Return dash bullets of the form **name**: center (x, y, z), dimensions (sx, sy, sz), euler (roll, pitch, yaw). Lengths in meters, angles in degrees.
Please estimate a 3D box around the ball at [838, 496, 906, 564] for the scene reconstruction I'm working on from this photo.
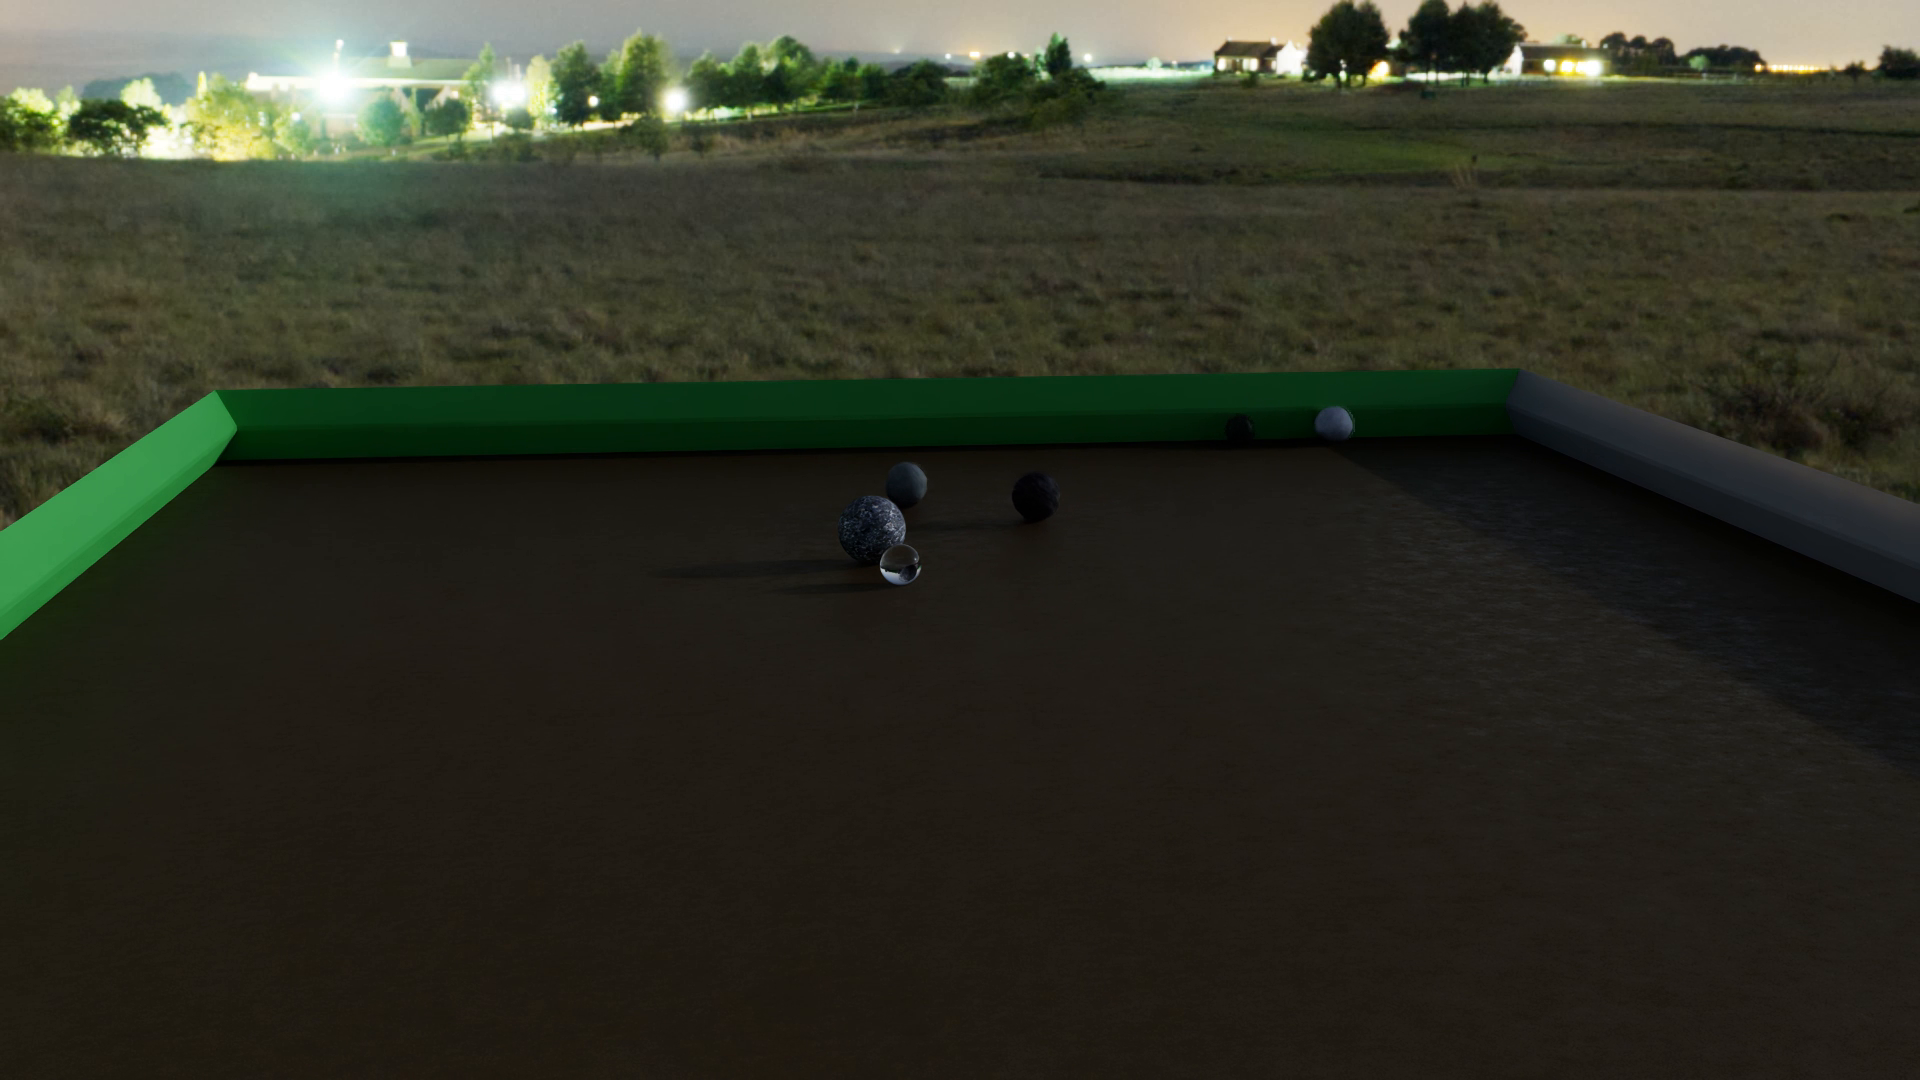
- **ball**: center (-0.128, -0.015, 3.192), dimensions (0.099, 0.099, 0.099), euler (0, 12, 0)

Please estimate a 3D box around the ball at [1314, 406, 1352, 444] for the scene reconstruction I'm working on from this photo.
- **ball**: center (0.721, -0.222, 4.251), dimensions (0.073, 0.073, 0.073), euler (0, 12, 0)

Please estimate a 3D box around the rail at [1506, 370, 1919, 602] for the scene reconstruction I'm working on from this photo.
- **rail**: center (1.350, 0.155, 2.295), dimensions (0.045, 0.129, 4.256), euler (-1, 12, -7)

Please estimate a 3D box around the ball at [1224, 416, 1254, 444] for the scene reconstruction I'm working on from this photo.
- **ball**: center (0.538, -0.212, 4.247), dimensions (0.056, 0.056, 0.056), euler (0, 12, 0)

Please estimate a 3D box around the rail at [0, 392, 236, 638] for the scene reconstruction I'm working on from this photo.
- **rail**: center (-1.086, 0.217, 1.997), dimensions (0.045, 0.129, 4.256), euler (-1, 12, -7)

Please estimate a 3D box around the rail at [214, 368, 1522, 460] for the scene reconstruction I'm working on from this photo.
- **rail**: center (-0.129, -0.239, 4.190), dimensions (2.503, 0.129, 0.045), euler (-1, 12, -7)

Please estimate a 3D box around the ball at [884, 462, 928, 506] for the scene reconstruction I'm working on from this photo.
- **ball**: center (-0.089, -0.092, 3.628), dimensions (0.071, 0.071, 0.071), euler (0, 12, 0)

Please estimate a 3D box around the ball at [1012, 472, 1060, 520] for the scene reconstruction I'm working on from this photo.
- **ball**: center (0.123, -0.069, 3.506), dimensions (0.077, 0.077, 0.077), euler (0, 12, 0)

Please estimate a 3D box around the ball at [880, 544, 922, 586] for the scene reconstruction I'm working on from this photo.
- **ball**: center (-0.082, 0.034, 3.056), dimensions (0.058, 0.058, 0.058), euler (0, 12, 0)
